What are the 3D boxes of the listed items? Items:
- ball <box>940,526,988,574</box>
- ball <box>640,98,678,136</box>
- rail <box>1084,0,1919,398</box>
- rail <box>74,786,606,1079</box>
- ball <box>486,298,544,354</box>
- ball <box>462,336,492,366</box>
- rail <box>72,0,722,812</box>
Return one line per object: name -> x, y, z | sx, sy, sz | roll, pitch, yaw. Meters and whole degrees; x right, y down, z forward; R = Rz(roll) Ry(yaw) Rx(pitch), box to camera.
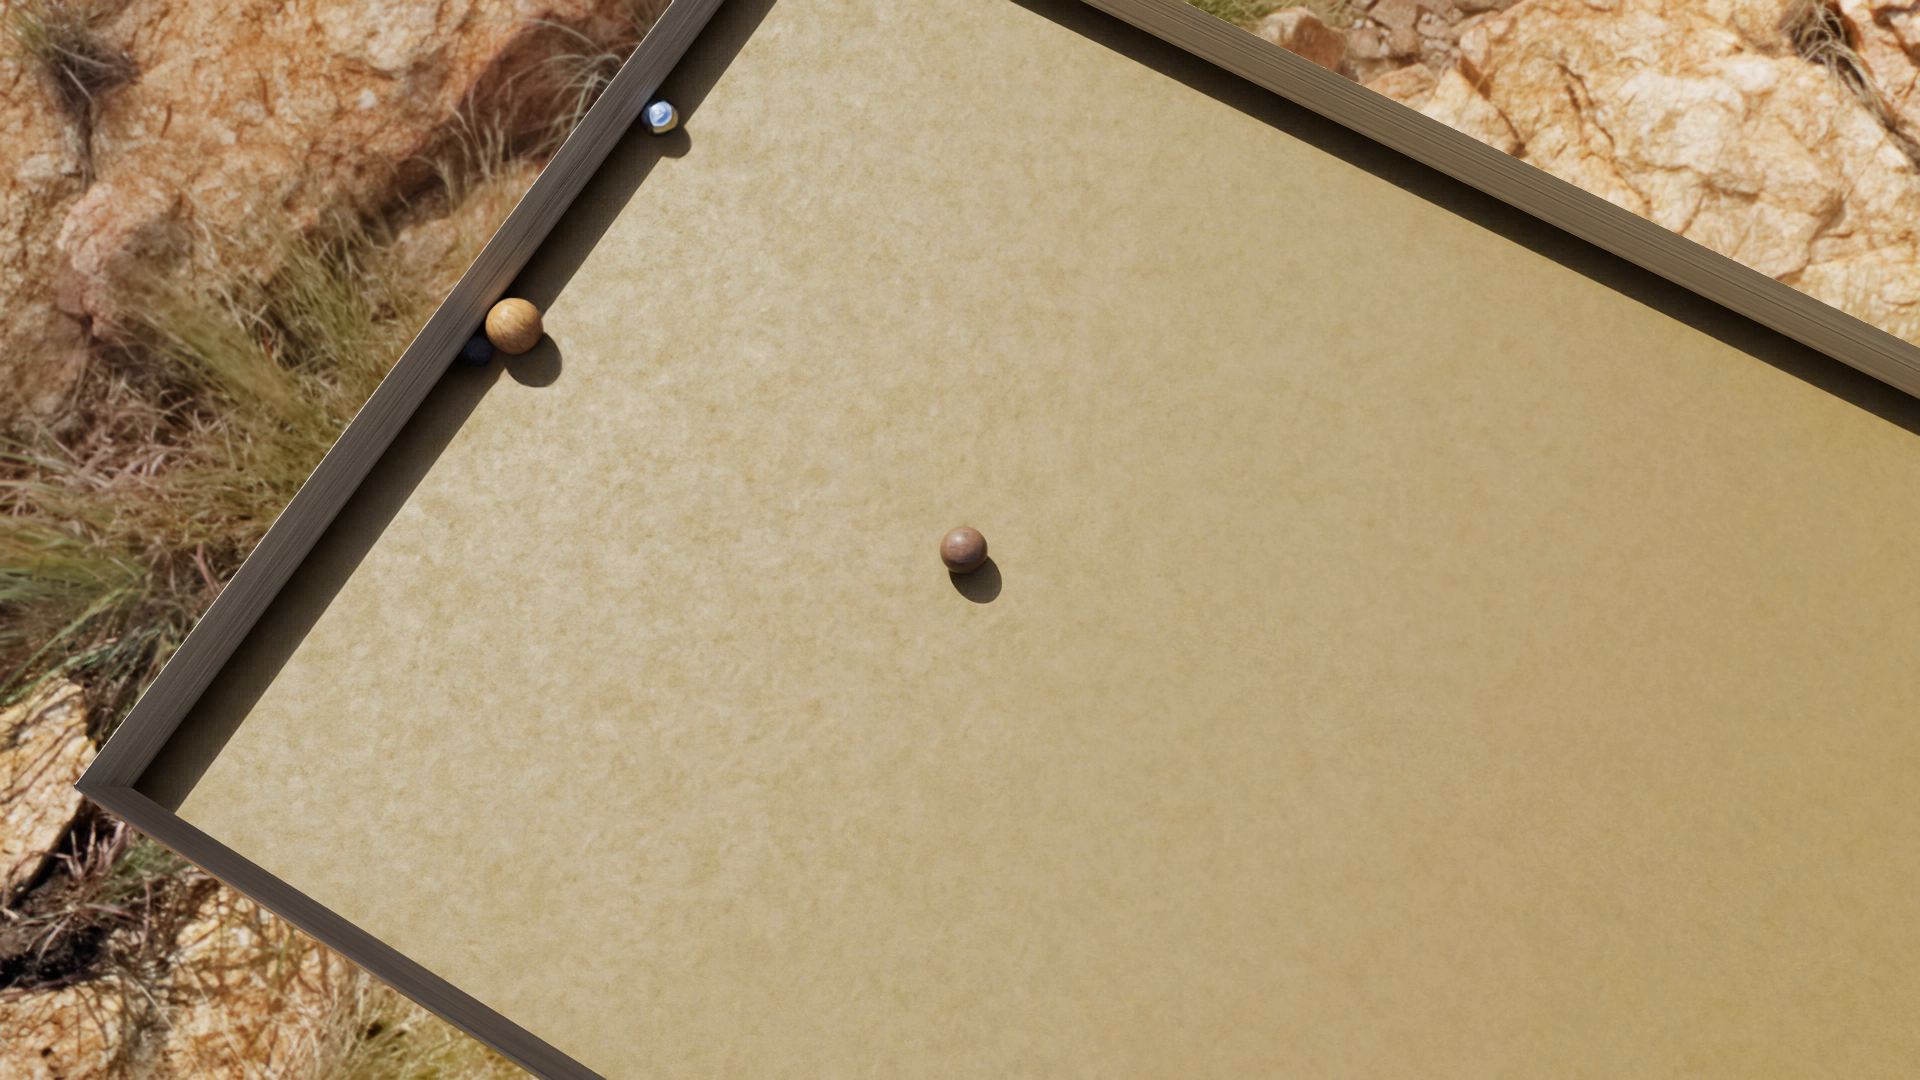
ball -> 0.006, 0.016, 3.496 | 0.077, 0.077, 0.077 | 0, 67, 0
ball -> -0.521, -0.734, 3.817 | 0.066, 0.066, 0.066 | 0, 67, 0
rail -> 1.304, -0.393, 3.642 | 3.677, 0.121, 0.045 | 28, 70, 11
rail -> 0.286, 1.222, 2.965 | 3.677, 0.121, 0.045 | 28, 70, 11
ball -> -0.738, -0.355, 3.643 | 0.093, 0.093, 0.093 | 0, 67, 0
ball -> -0.802, -0.313, 3.649 | 0.049, 0.049, 0.049 | 0, 67, 0
rail -> -0.774, -0.426, 3.657 | 0.045, 0.121, 2.073 | 28, 70, 11
